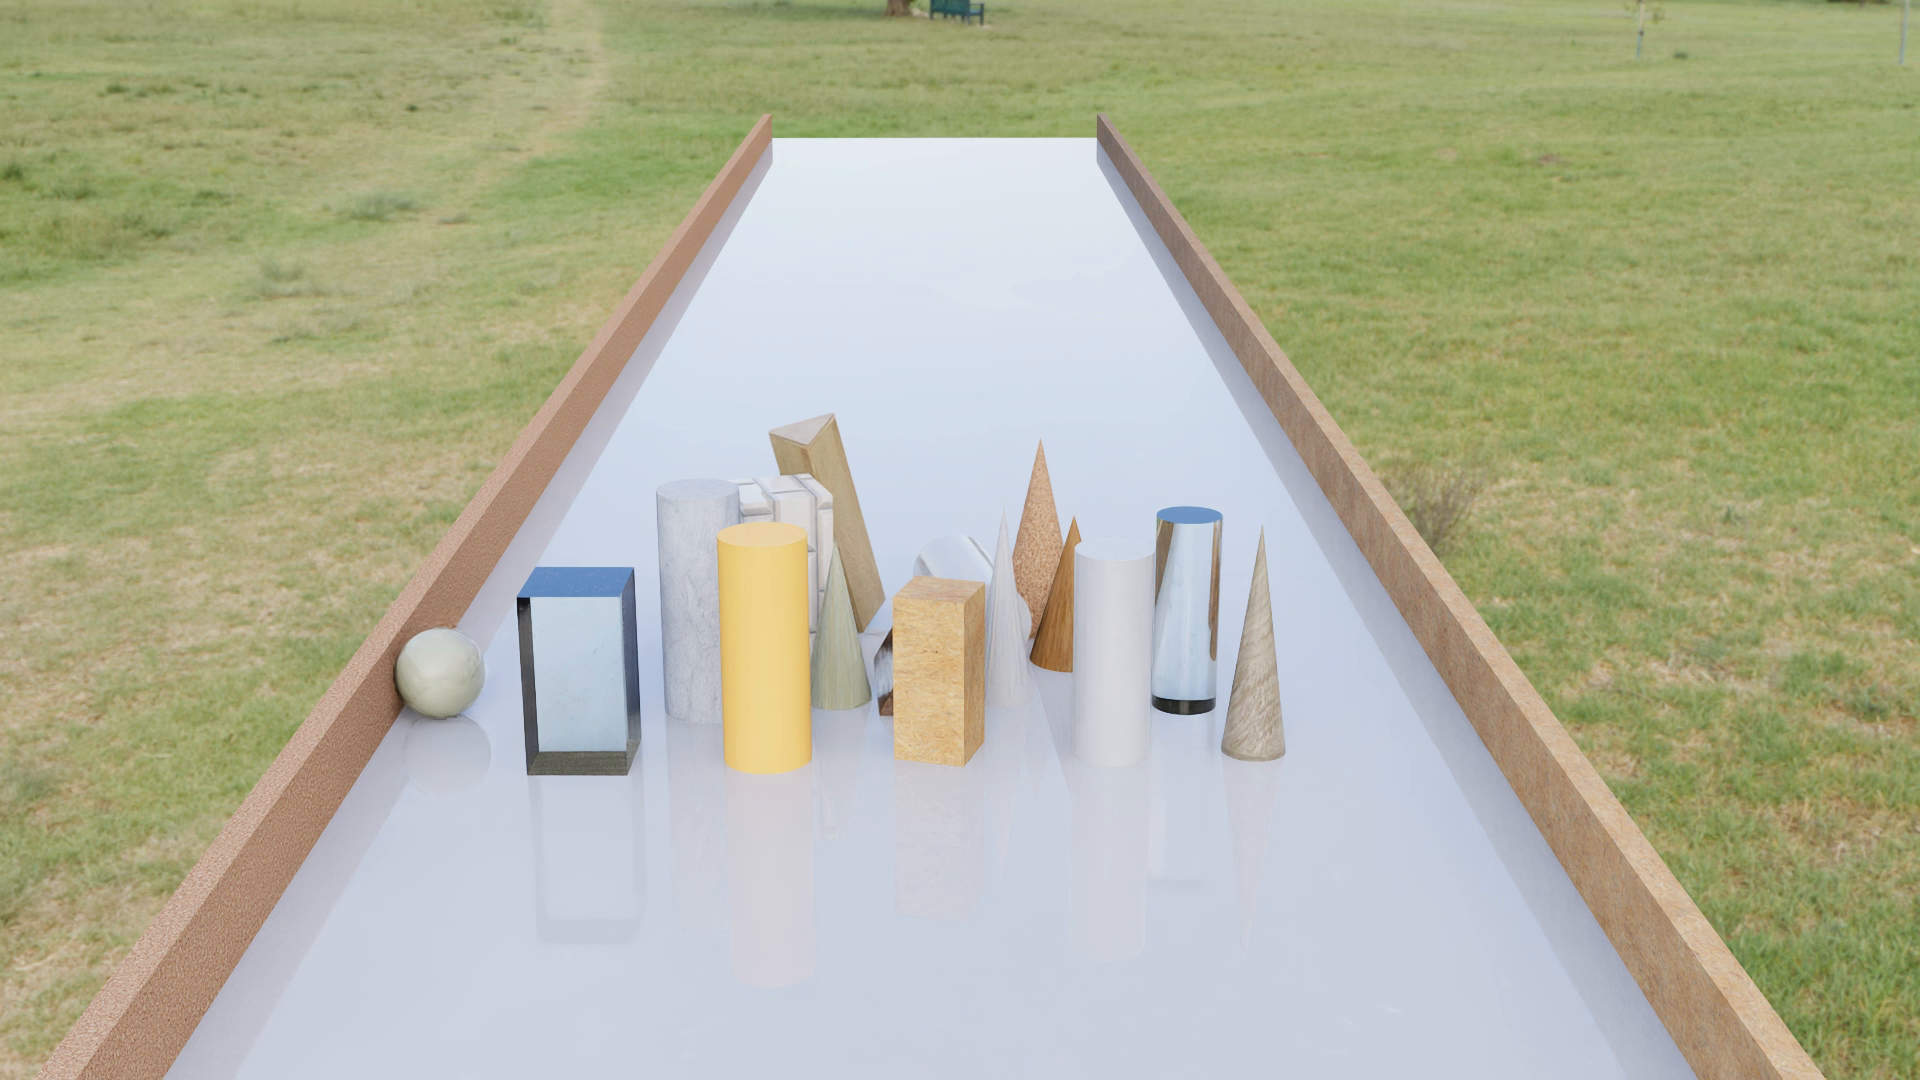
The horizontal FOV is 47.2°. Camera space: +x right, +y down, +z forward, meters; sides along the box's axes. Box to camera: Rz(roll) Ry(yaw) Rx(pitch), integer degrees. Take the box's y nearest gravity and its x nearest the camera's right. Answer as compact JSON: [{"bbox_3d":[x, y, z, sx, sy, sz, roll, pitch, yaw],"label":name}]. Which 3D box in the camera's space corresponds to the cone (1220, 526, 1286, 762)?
[{"bbox_3d":[0.528,0.173,3.897,0.116,0.426,0.116,0,17,0],"label":"cone"}]

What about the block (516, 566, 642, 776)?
[{"bbox_3d":[-0.669,0.230,3.880,0.176,0.328,0.176,0,17,0],"label":"block"}]

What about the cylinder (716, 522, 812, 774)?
[{"bbox_3d":[-0.342,0.189,3.864,0.156,0.415,0.156,0,17,0],"label":"cylinder"}]

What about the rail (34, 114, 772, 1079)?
[{"bbox_3d":[-1.118,-0.838,7.780,0.050,0.150,12.000,0,17,-1],"label":"rail"}]

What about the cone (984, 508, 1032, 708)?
[{"bbox_3d":[0.082,0.116,4.160,0.115,0.386,0.115,0,17,0],"label":"cone"}]

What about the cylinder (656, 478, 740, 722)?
[{"bbox_3d":[-0.481,0.112,4.096,0.152,0.430,0.152,0,17,0],"label":"cylinder"}]

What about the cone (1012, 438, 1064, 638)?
[{"bbox_3d":[0.165,-0.017,4.567,0.177,0.409,0.177,0,17,0],"label":"cone"}]

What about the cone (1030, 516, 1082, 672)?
[{"bbox_3d":[0.225,0.093,4.384,0.171,0.301,0.171,0,17,0],"label":"cone"}]

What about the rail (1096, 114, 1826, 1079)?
[{"bbox_3d":[0.932,-0.844,7.801,0.050,0.150,12.000,0,17,-1],"label":"rail"}]

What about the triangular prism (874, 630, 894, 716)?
[{"bbox_3d":[-0.115,0.244,4.257,0.093,0.081,0.311,-1,17,-4],"label":"triangular prism"}]

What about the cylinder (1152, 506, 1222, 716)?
[{"bbox_3d":[0.425,0.132,4.128,0.123,0.373,0.123,0,17,0],"label":"cylinder"}]

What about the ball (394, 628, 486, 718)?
[{"bbox_3d":[-0.969,0.247,4.104,0.167,0.167,0.167,0,17,0],"label":"ball"}]

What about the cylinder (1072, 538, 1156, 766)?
[{"bbox_3d":[0.270,0.198,3.894,0.140,0.381,0.140,0,17,0],"label":"cylinder"}]

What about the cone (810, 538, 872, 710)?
[{"bbox_3d":[-0.234,0.148,4.164,0.133,0.322,0.133,0,17,0],"label":"cone"}]

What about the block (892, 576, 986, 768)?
[{"bbox_3d":[-0.036,0.232,3.914,0.130,0.303,0.130,5,17,16],"label":"block"}]

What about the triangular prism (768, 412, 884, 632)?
[{"bbox_3d":[-0.253,-0.041,4.554,0.119,0.444,0.137,-31,31,-29],"label":"triangular prism"}]

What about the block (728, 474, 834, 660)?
[{"bbox_3d":[-0.358,0.071,4.355,0.176,0.361,0.176,-6,17,-18],"label":"block"}]

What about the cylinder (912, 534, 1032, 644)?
[{"bbox_3d":[0.021,0.120,4.524,0.172,0.172,0.362,-3,17,-11],"label":"cylinder"}]
